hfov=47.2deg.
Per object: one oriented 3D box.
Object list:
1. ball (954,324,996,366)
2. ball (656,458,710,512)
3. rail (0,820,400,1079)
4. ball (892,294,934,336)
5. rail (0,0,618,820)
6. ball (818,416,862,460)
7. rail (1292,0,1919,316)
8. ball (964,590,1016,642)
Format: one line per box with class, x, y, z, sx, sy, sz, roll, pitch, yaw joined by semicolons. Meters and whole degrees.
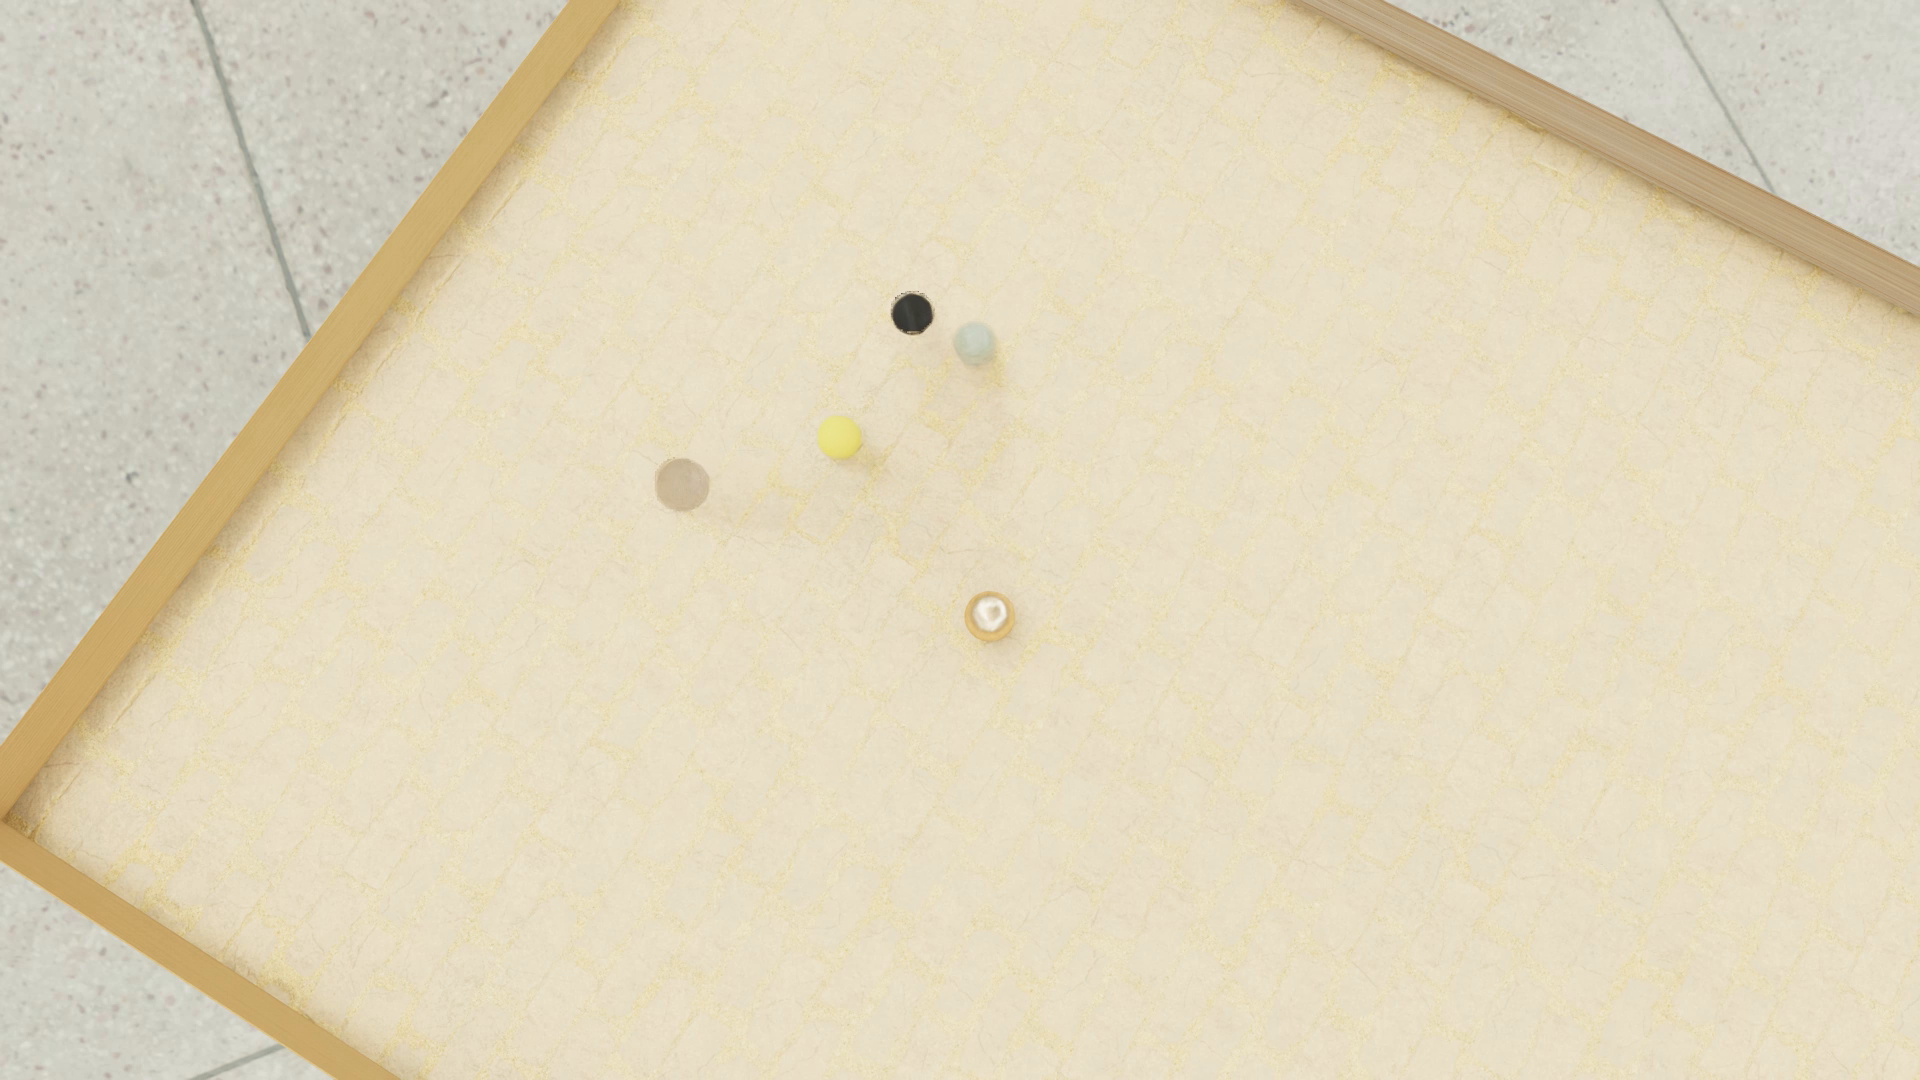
ball;0.025;-0.314;3.537;0.069;0.069;0.069;0;71;0
ball;-0.434;-0.087;3.449;0.084;0.084;0.084;0;71;0
rail;0.304;1.416;2.908;4.143;0.109;0.045;30;73;10
ball;-0.077;-0.364;3.555;0.068;0.068;0.068;0;71;0
rail;-0.868;-0.497;3.579;0.045;0.109;2.320;30;73;10
ball;-0.189;-0.162;3.484;0.069;0.069;0.069;0;71;0
rail;1.473;-0.423;3.553;4.143;0.109;0.045;30;73;10
ball;0.046;0.117;3.381;0.079;0.079;0.079;0;71;0
